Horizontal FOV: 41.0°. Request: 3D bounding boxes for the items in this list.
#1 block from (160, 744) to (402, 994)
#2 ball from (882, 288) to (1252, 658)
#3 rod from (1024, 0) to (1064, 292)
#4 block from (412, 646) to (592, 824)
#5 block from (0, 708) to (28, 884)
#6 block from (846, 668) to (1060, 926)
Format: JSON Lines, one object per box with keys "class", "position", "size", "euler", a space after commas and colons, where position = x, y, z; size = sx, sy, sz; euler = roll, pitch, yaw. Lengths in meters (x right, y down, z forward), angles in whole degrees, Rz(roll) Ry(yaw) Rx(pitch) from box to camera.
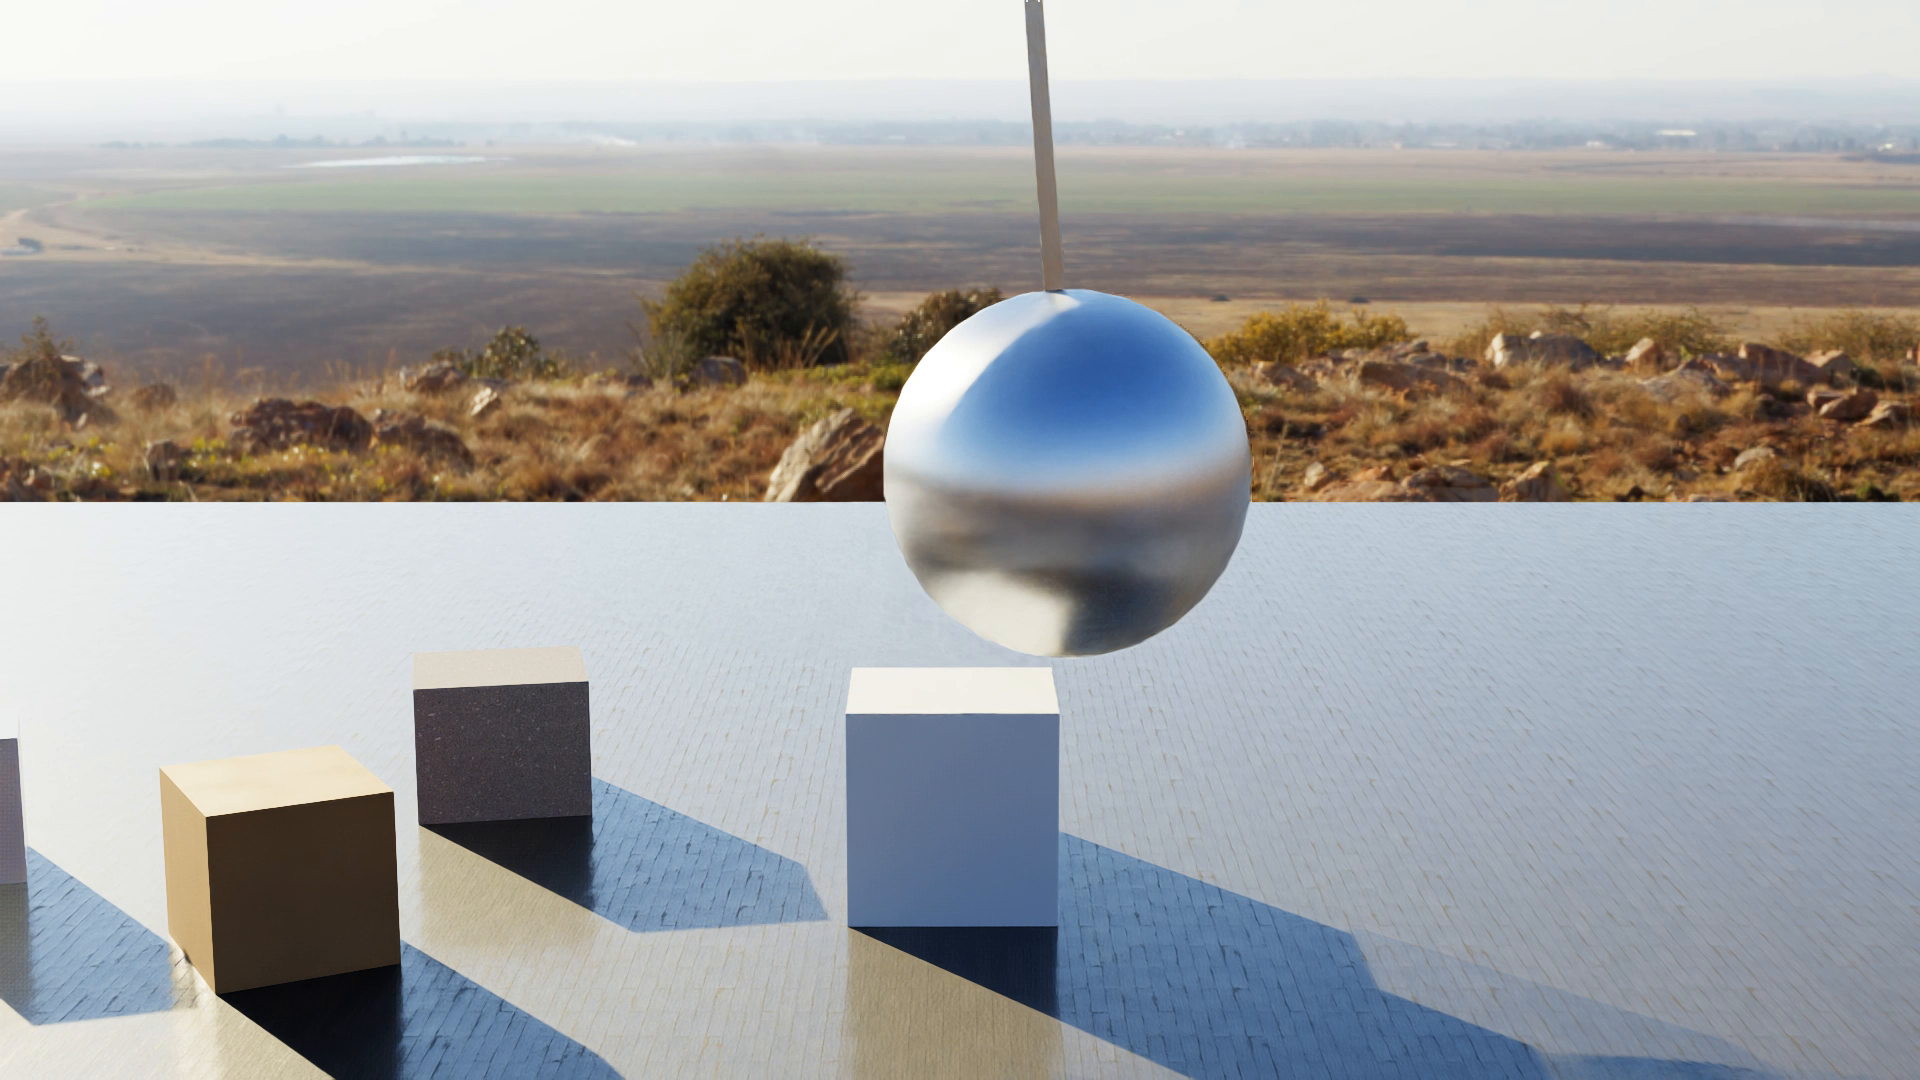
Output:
{"class": "block", "position": [-2.754, 1.310, 10.373], "size": [0.734, 0.712, 0.822], "euler": [-6, 12, -28]}
{"class": "ball", "position": [0.463, -0.287, 11.128], "size": [1.600, 1.600, 1.600], "euler": [0, 10, 0]}
{"class": "rod", "position": [0.201, -3.623, 10.522], "size": [0.080, 5.200, 0.080], "euler": [-4, 10, 1]}
{"class": "block", "position": [-2.245, 0.941, 12.551], "size": [0.818, 0.659, 0.785], "euler": [-2, 11, -12]}
{"class": "block", "position": [-4.484, 1.151, 11.404], "size": [0.598, 0.654, 0.581], "euler": [-4, 11, -19]}
{"class": "block", "position": [-0.033, 1.088, 11.021], "size": [0.879, 0.915, 0.819], "euler": [0, 10, 0]}
